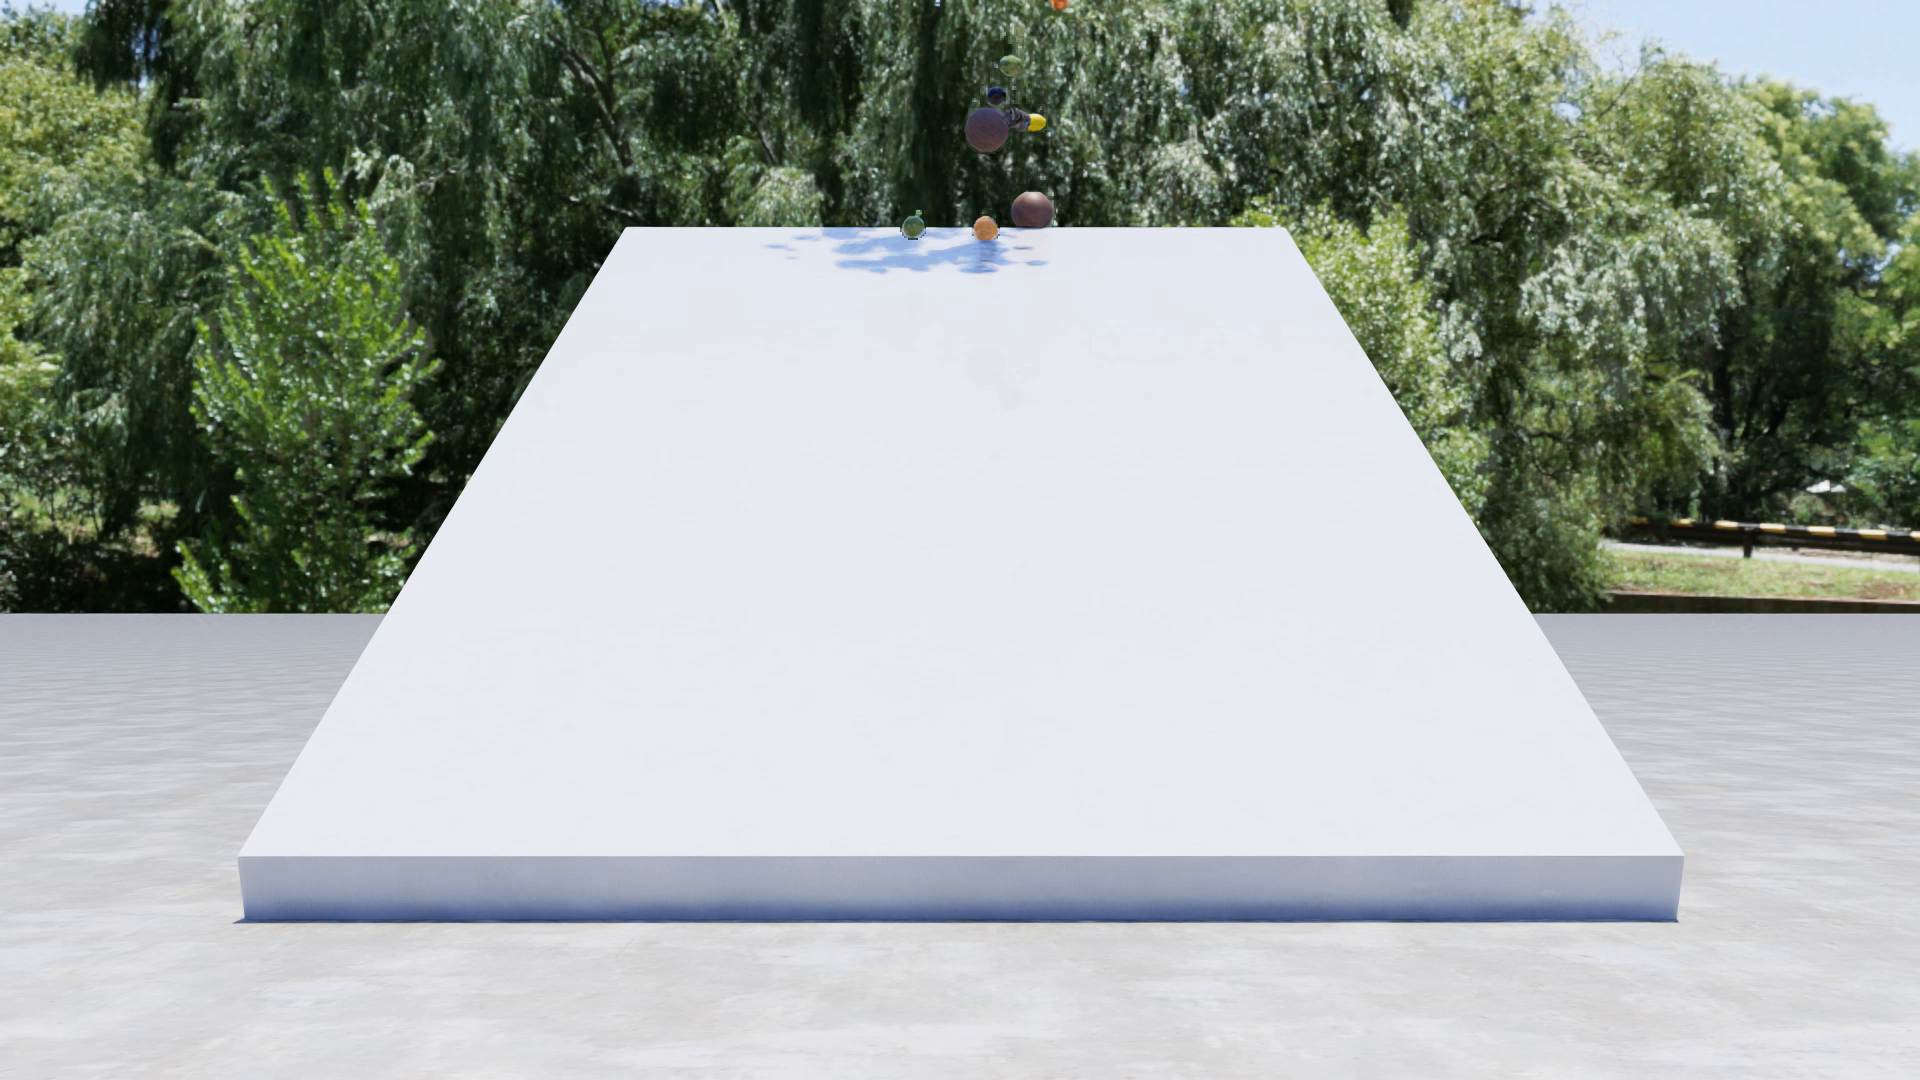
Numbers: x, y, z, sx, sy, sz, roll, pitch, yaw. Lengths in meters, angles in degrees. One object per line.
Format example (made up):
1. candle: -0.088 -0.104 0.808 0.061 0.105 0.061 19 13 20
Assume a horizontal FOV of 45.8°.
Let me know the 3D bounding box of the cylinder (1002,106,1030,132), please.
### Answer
1. cylinder: 0.161 -1.197 6.464 0.057 0.057 0.057 18 -12 -37

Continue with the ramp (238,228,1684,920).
1. ramp: -0.005 -0.209 5.030 2.000 0.100 4.000 0 20 0
